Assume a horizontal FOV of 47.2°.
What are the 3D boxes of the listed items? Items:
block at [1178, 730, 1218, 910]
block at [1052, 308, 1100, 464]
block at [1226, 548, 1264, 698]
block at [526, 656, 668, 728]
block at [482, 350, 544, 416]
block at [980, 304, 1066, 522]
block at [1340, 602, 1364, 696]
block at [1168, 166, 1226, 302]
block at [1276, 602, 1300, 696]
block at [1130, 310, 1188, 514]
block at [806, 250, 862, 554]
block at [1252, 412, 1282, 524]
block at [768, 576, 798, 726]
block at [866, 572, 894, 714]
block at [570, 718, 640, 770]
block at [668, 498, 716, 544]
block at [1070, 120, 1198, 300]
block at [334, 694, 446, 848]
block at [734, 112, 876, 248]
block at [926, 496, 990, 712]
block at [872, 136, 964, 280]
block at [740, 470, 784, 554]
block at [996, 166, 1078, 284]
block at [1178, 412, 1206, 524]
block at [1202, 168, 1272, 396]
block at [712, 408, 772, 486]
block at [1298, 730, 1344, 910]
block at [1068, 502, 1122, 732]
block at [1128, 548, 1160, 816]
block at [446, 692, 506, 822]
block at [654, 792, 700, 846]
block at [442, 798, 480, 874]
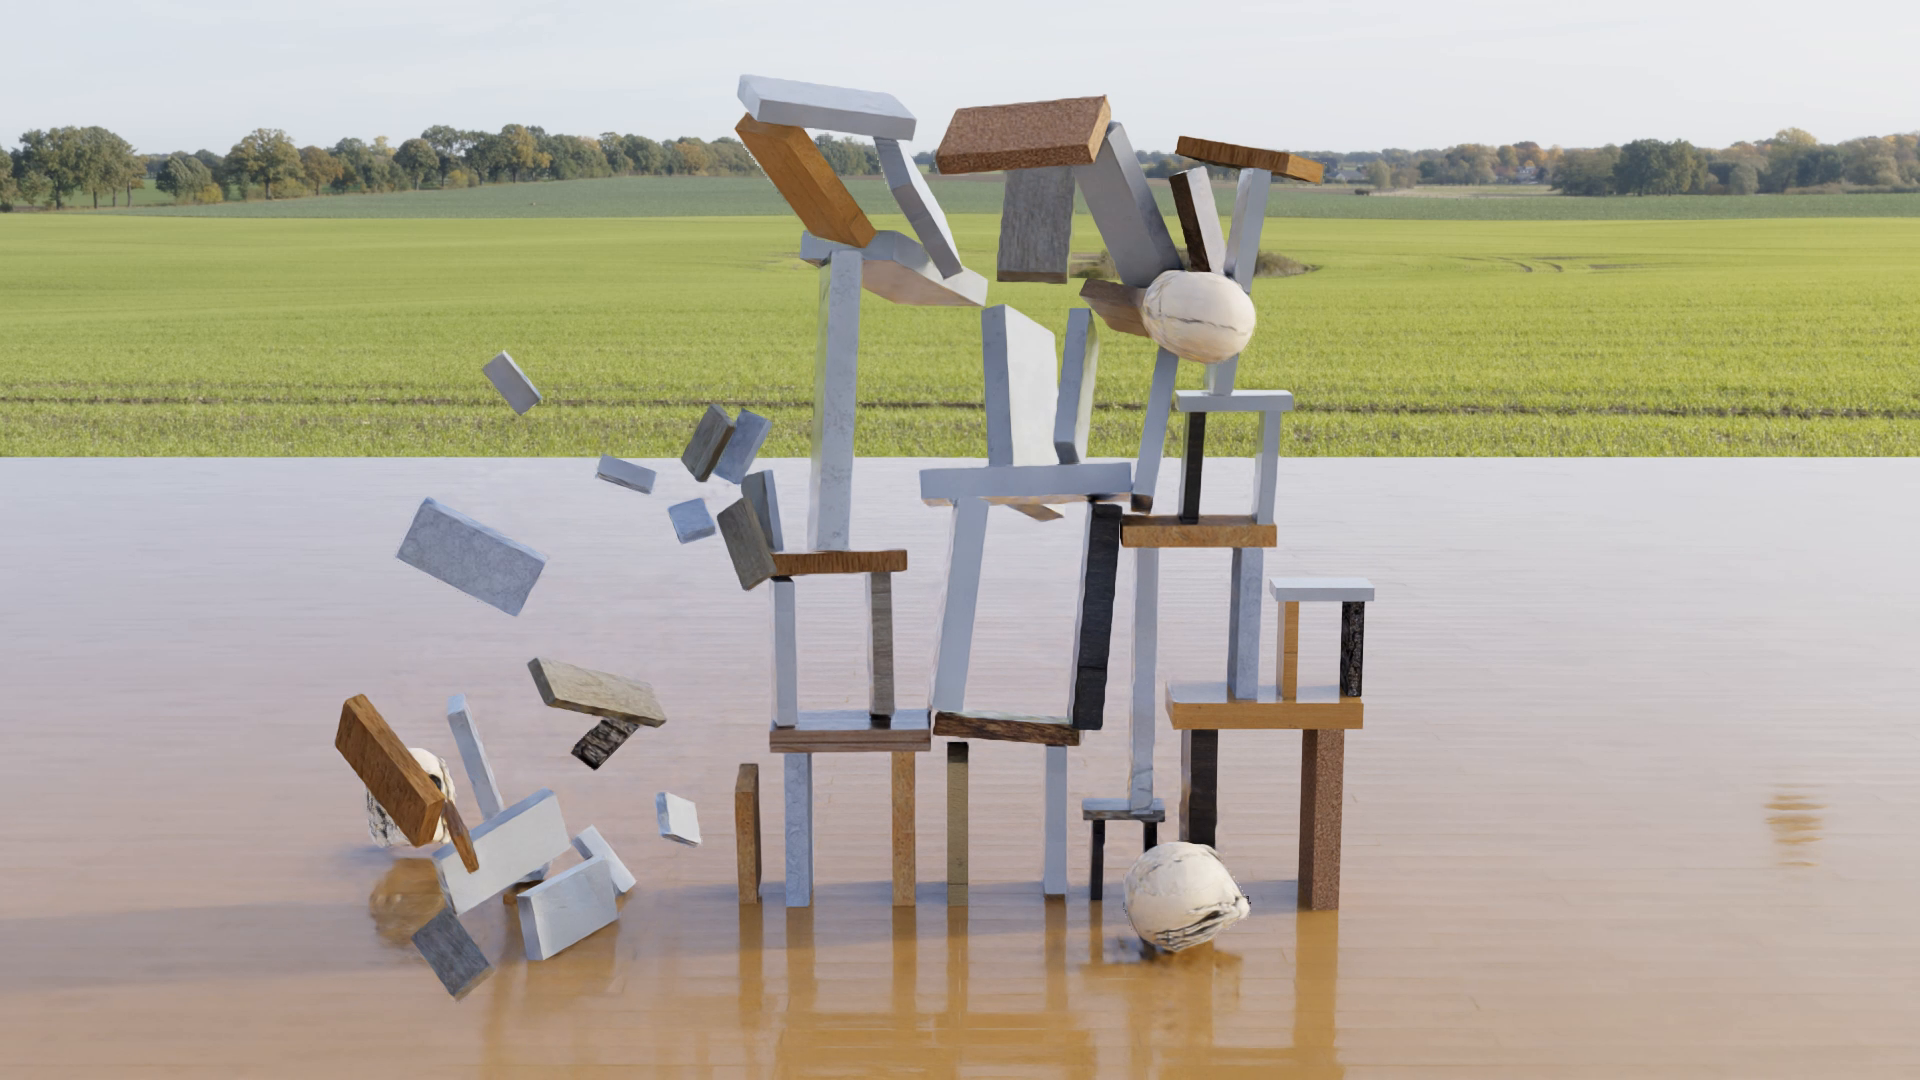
[{"bbox_3d":[0.394,0.440,3.639,0.043,0.305,0.153,0,11,0],"label":"block"},{"bbox_3d":[0.198,-0.253,3.730,0.035,0.250,0.125,3,-22,13],"label":"block"},{"bbox_3d":[0.465,0.124,3.587,0.035,0.246,0.123,1,9,0],"label":"block"},{"bbox_3d":[-0.512,0.219,3.128,0.019,0.067,0.321,-32,-19,12],"label":"block"},{"bbox_3d":[-0.674,-0.236,3.311,0.045,0.091,0.013,-35,8,21],"label":"block"},{"bbox_3d":[0.114,-0.227,3.945,0.050,0.356,0.178,-13,-20,30],"label":"block"},{"bbox_3d":[0.640,0.169,3.592,0.022,0.158,0.079,0,11,0],"label":"block"},{"bbox_3d":[0.402,-0.506,3.635,0.030,0.212,0.106,-11,9,26],"label":"block"},{"bbox_3d":[0.535,0.169,3.592,0.022,0.158,0.079,0,11,0],"label":"block"},{"bbox_3d":[0.325,-0.208,3.603,0.035,0.313,0.125,10,-12,5],"label":"block"},{"bbox_3d":[-0.208,-0.222,3.619,0.050,0.485,0.178,3,-3,-9],"label":"block"},{"bbox_3d":[0.494,-0.121,3.545,0.025,0.180,0.090,3,9,1],"label":"block"},{"bbox_3d":[-0.289,0.179,3.585,0.033,0.231,0.116,-2,4,-9],"label":"block"},{"bbox_3d":[-0.132,0.169,3.619,0.033,0.231,0.116,-2,-2,-7],"label":"block"},{"bbox_3d":[-0.532,0.296,3.320,0.045,0.013,0.186,35,20,1],"label":"block"},{"bbox_3d":[-0.429,-0.031,3.510,0.058,0.016,0.116,-17,27,-10],"label":"block"},{"bbox_3d":[0.277,-0.536,3.647,0.036,0.378,0.129,-46,40,-21],"label":"block"},{"bbox_3d":[-0.804,0.324,3.095,0.029,0.103,0.206,-25,62,-41],"label":"block"},{"bbox_3d":[-0.248,-0.578,3.543,0.128,0.036,0.256,21,-22,41],"label":"block"},{"bbox_3d":[-0.004,0.110,3.628,0.049,0.345,0.172,8,-5,-3],"label":"block"},{"bbox_3d":[-0.068,-0.554,3.622,0.036,0.128,0.256,-23,-33,8],"label":"block"},{"bbox_3d":[-0.323,-0.043,3.590,0.019,0.133,0.067,-5,-5,-41],"label":"block"},{"bbox_3d":[0.144,-0.593,4.062,0.129,0.257,0.036,2,-26,8],"label":"block"},{"bbox_3d":[0.374,-0.121,3.548,0.025,0.180,0.090,3,9,1],"label":"block"},{"bbox_3d":[0.441,-0.413,3.510,0.030,0.355,0.106,9,8,-5],"label":"block"},{"bbox_3d":[-0.355,-0.150,3.555,0.058,0.116,0.016,25,-5,34],"label":"block"},{"bbox_3d":[0.597,0.440,3.639,0.043,0.305,0.153,0,11,0],"label":"block"},{"bbox_3d":[0.223,0.123,3.650,0.049,0.365,0.172,5,2,0],"label":"block"},{"bbox_3d":[0.300,0.220,3.608,0.035,0.441,0.123,1,9,2],"label":"block"},{"bbox_3d":[-0.780,0.406,3.612,0.029,0.301,0.103,-19,14,-9],"label":"block"},{"bbox_3d":[-0.410,0.406,3.197,0.017,0.061,0.122,-14,-17,10],"label":"block"},{"bbox_3d":[-0.717,0.424,3.155,0.017,0.061,0.122,-25,24,-11],"label":"block"}]
